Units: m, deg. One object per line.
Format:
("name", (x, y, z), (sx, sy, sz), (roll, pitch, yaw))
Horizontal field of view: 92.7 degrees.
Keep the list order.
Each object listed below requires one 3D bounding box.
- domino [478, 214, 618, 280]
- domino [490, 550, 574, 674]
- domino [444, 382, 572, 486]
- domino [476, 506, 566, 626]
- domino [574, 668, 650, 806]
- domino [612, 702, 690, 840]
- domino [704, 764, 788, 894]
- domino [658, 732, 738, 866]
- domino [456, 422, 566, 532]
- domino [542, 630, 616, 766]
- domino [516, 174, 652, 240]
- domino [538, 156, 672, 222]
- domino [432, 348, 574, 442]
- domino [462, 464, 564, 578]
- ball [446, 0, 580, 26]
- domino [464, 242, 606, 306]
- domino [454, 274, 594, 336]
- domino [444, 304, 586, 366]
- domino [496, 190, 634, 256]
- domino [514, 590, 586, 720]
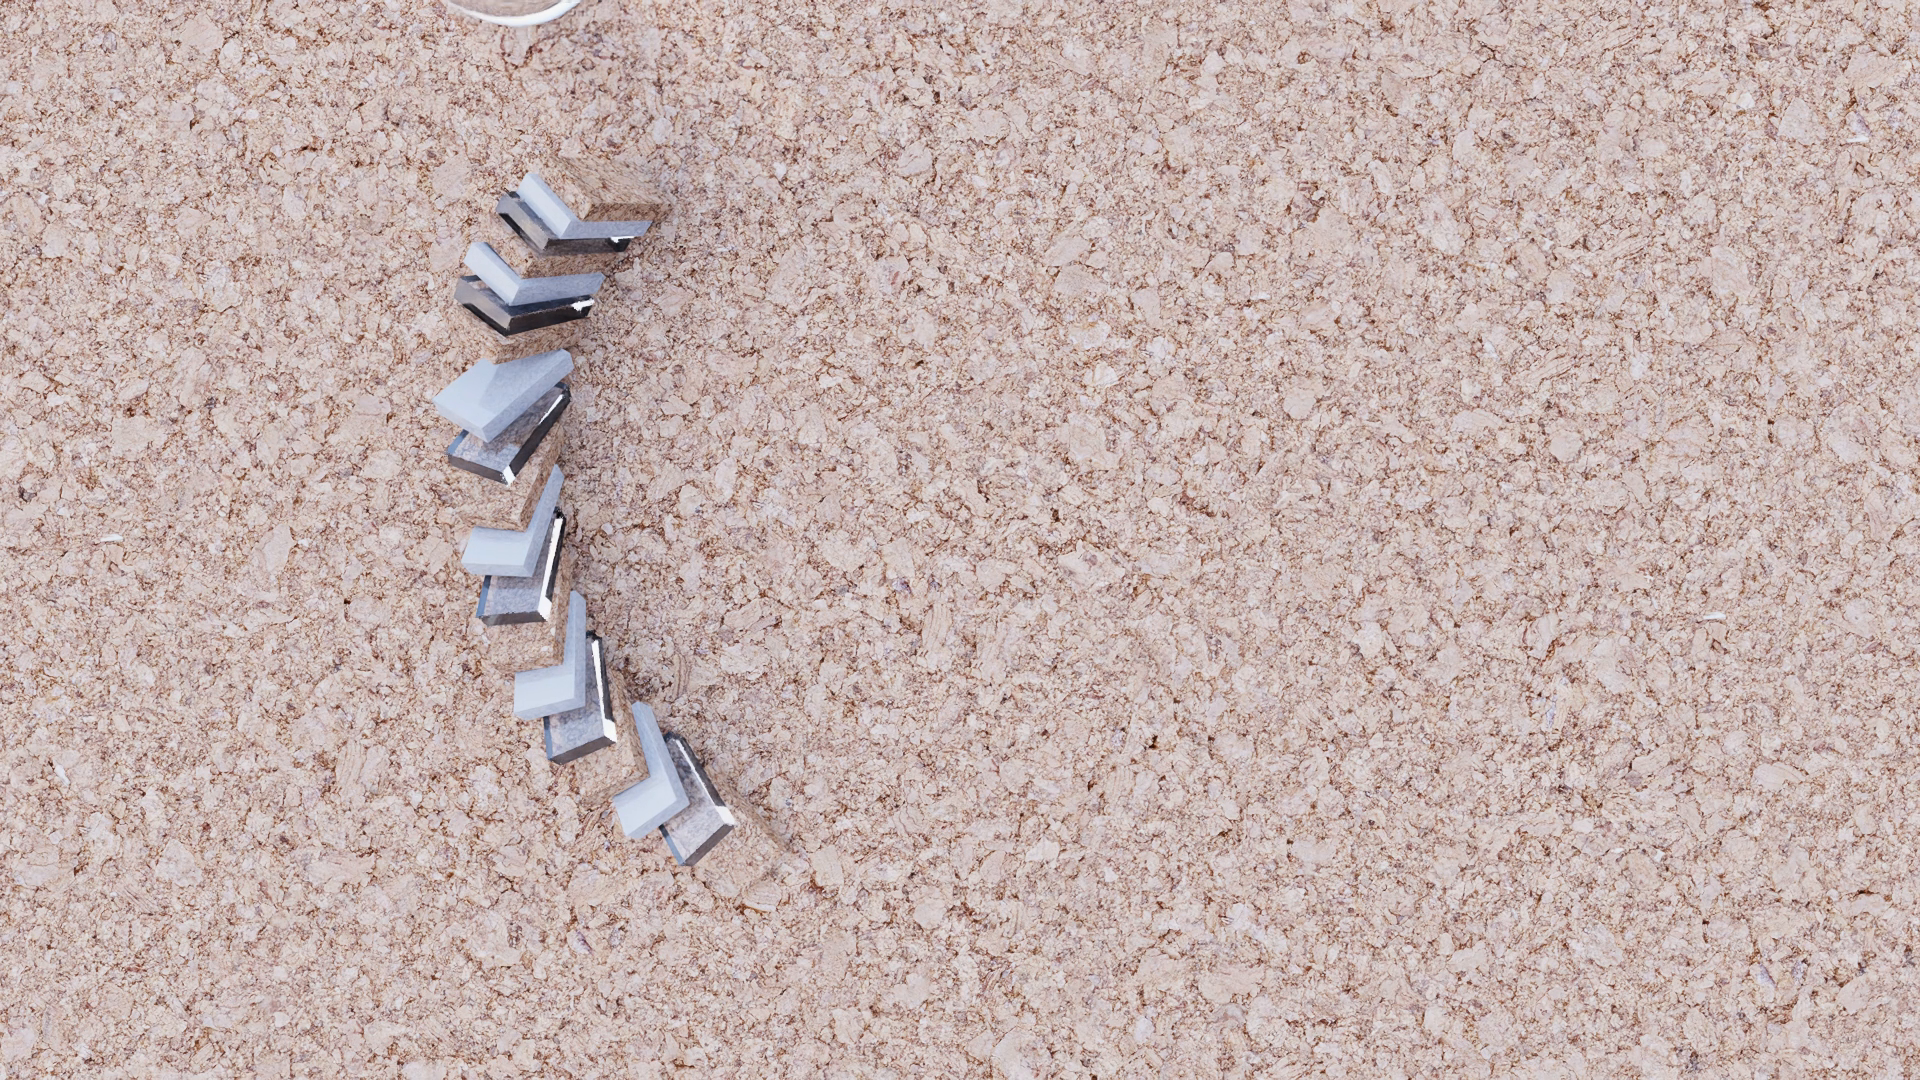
("domino", (-0.167, -0.121, 0.376), (0.025, 0.050, 0.009), (47, 118, 0))
("domino", (-0.178, 0.029, 0.383), (0.025, 0.010, 0.050), (-9, 59, 0))
("domino", (-0.187, -0.048, 0.382), (0.025, 0.010, 0.050), (19, 57, 1))
("domino", (-0.183, 0.010, 0.383), (0.025, 0.009, 0.050), (-5, 59, 0))
("domino", (-0.149, 0.082, 0.383), (0.025, 0.010, 0.050), (-29, 59, 0))
("domino", (-0.134, 0.096, 0.383), (0.025, 0.009, 0.050), (-35, 59, 0))
("domino", (-0.101, 0.124, 0.395), (0.025, 0.010, 0.050), (-44, 90, 0))
("domino", (-0.117, 0.108, 0.384), (0.025, 0.010, 0.050), (-43, 61, 0))
("domino", (-0.186, -0.028, 0.383), (0.025, 0.010, 0.050), (7, 58, 0))
("domino", (-0.161, 0.065, 0.383), (0.025, 0.009, 0.050), (-22, 59, 0))
("domino", (-0.152, -0.137, 0.376), (0.025, 0.050, 0.010), (47, 118, 0))
("domino", (-0.144, -0.144, 0.376), (0.025, 0.050, 0.009), (47, 118, 0))
("domino", (-0.189, -0.065, 0.381), (0.025, 0.010, 0.050), (29, 58, 8))
("domino", (-0.186, -0.009, 0.383), (0.025, 0.010, 0.050), (3, 58, 0))
("ball", (-0.183, -0.248, 0.360), (0.080, 0.080, 0.080), (0, 90, 0))
("domino", (-0.173, -0.111, 0.376), (0.025, 0.050, 0.010), (44, 118, 0))
("domino", (-0.177, -0.099, 0.376), (0.025, 0.050, 0.009), (38, 118, 0))
("domino", (-0.181, -0.088, 0.375), (0.025, 0.050, 0.009), (38, 118, 1))
("domino", (-0.161, -0.130, 0.376), (0.025, 0.050, 0.010), (47, 118, 0))
("domino", (-0.171, 0.048, 0.383), (0.025, 0.009, 0.050), (-14, 59, 0))
